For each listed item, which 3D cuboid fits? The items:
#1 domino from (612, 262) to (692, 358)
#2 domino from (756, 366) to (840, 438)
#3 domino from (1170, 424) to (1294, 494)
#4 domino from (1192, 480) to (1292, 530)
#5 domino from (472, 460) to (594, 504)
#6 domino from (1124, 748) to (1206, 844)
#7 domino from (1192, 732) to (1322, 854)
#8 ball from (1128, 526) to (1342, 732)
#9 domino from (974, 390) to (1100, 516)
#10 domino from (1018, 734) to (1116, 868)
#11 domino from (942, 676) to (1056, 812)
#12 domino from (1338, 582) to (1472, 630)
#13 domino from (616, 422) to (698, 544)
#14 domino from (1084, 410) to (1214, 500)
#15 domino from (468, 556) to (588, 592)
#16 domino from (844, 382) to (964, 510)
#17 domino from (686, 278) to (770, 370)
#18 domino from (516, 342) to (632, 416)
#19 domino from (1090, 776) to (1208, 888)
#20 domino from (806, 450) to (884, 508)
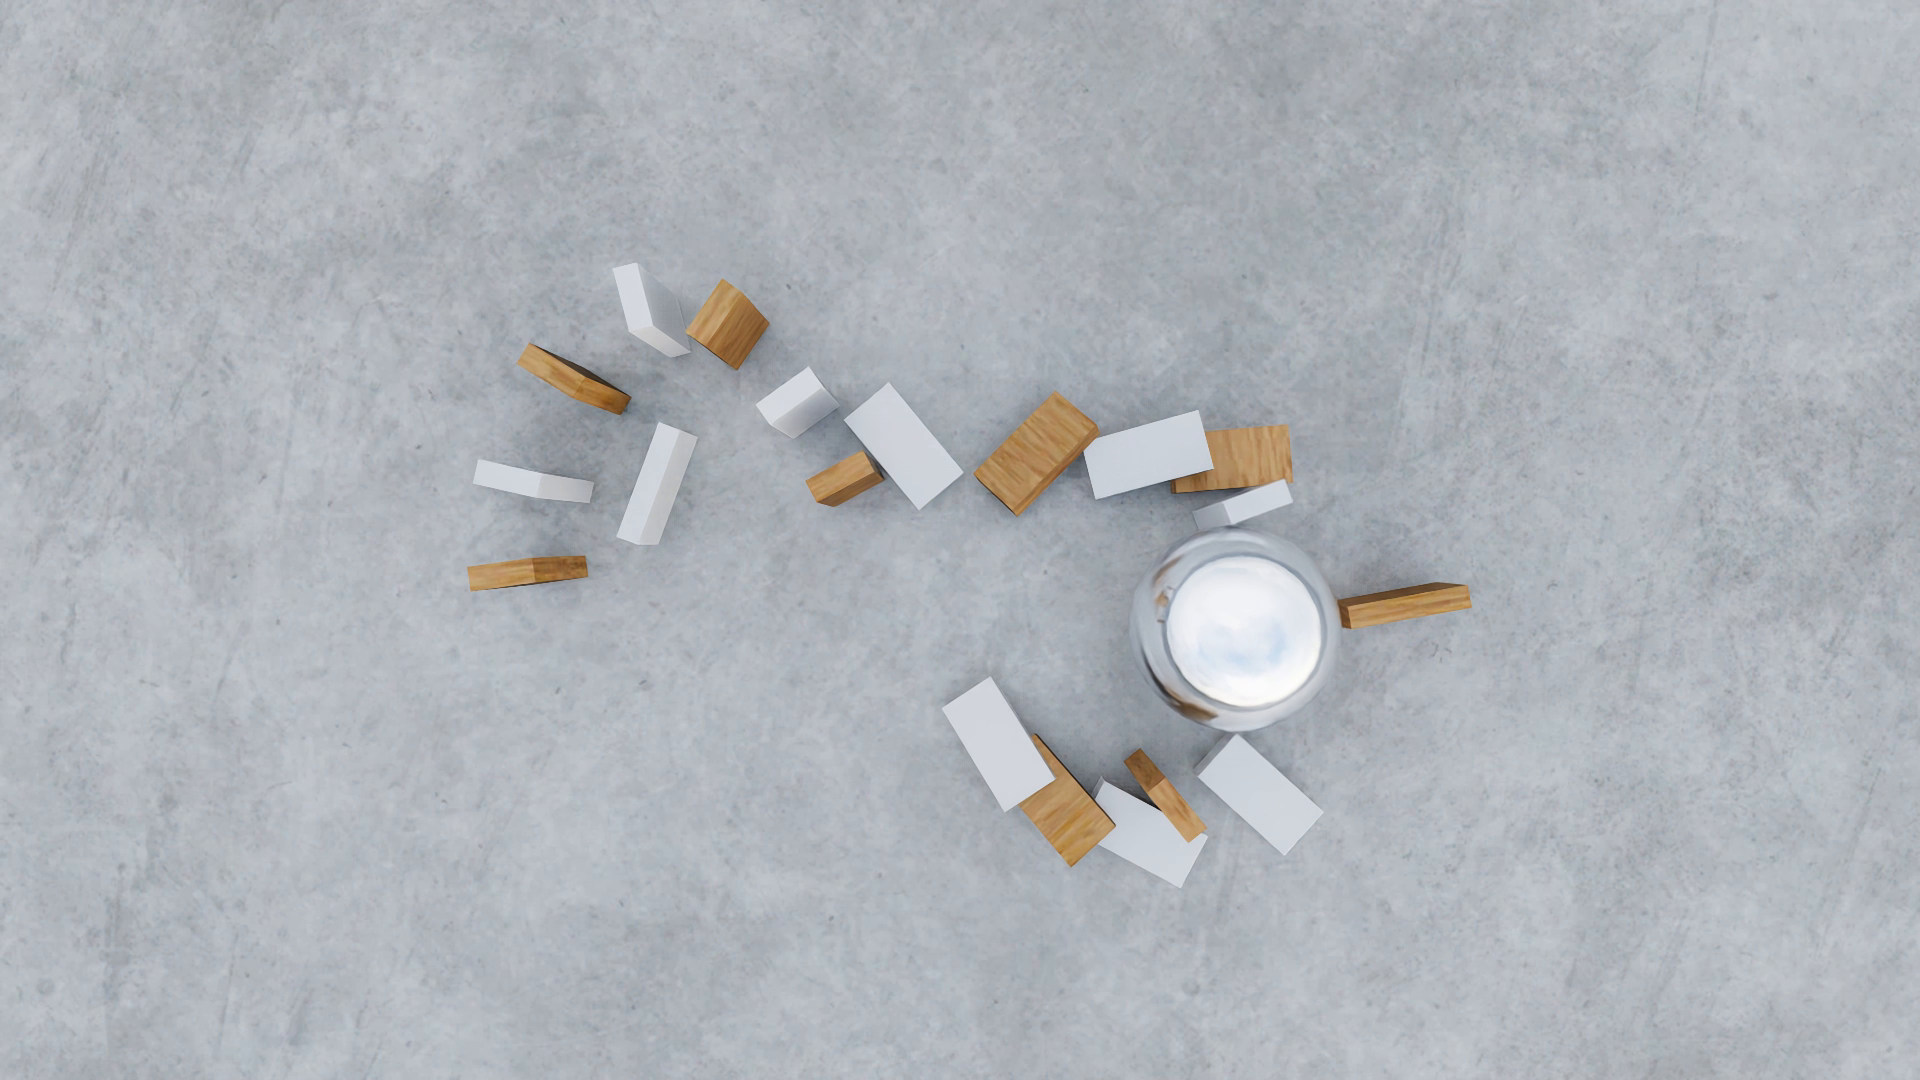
[{"bbox_3d":[-0.125,-0.093,0.375,0.010,0.050,0.025,-15,90,0],"label":"domino"},{"bbox_3d":[-0.065,-0.055,0.375,0.025,0.050,0.009,-36,90,0],"label":"domino"},{"bbox_3d":[0.116,-0.035,0.395,0.050,0.010,0.025,-5,90,0],"label":"domino"},{"bbox_3d":[0.114,-0.013,0.375,0.025,0.050,0.009,-20,87,0],"label":"domino"},{"bbox_3d":[-0.173,-0.024,0.375,0.025,0.050,0.009,13,90,0],"label":"domino"},{"bbox_3d":[0.083,0.103,0.375,0.010,0.050,0.025,-40,90,0],"label":"domino"},{"bbox_3d":[0.128,0.108,0.395,0.050,0.010,0.025,42,90,0],"label":"domino"},{"bbox_3d":[0.107,0.035,0.360,0.080,0.080,0.080,0,90,0],"label":"ball"},{"bbox_3d":[0.033,-0.037,0.390,0.050,0.009,0.025,-45,64,0],"label":"domino"},{"bbox_3d":[0.040,0.110,0.389,0.025,0.010,0.050,-42,75,0],"label":"domino"},{"bbox_3d":[0.017,0.086,0.388,0.025,0.009,0.050,-34,74,2],"label":"domino"},{"bbox_3d":[0.184,0.027,0.388,0.050,0.025,0.010,-10,90,0],"label":"domino"},{"bbox_3d":[-0.128,-0.023,0.388,0.009,0.025,0.050,20,90,0],"label":"domino"},{"bbox_3d":[0.079,-0.036,0.389,0.050,0.009,0.025,-15,88,14],"label":"domino"},{"bbox_3d":[-0.175,0.013,0.375,0.025,0.050,0.010,-8,90,0],"label":"domino"},{"bbox_3d":[-0.024,-0.040,0.395,0.025,0.010,0.050,-40,90,0],"label":"domino"},{"bbox_3d":[-0.094,-0.087,0.375,0.009,0.050,0.025,35,90,0],"label":"domino"},{"bbox_3d":[-0.156,-0.065,0.375,0.025,0.050,0.010,32,90,0],"label":"domino"},{"bbox_3d":[0.078,0.126,0.395,0.050,0.009,0.025,28,90,0],"label":"domino"},{"bbox_3d":[-0.046,-0.024,0.375,0.025,0.050,0.010,-28,90,0],"label":"domino"}]
